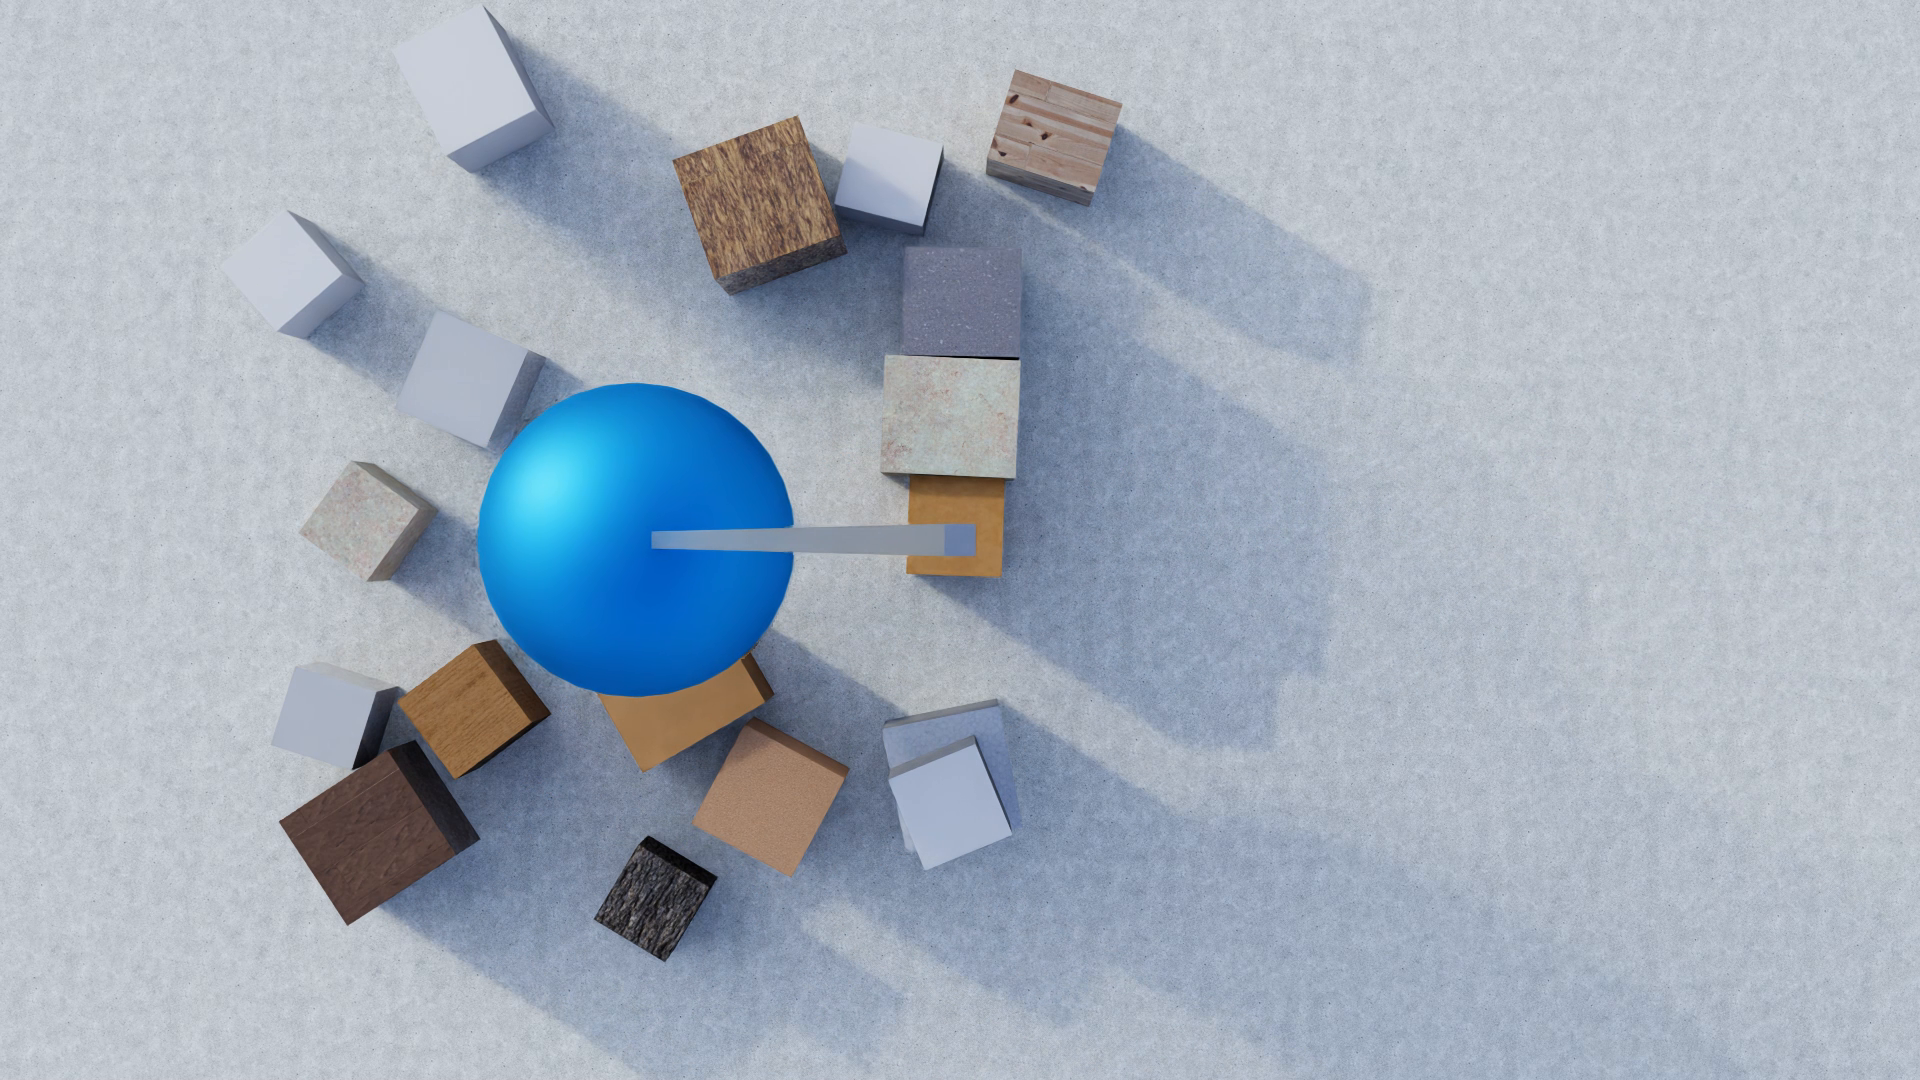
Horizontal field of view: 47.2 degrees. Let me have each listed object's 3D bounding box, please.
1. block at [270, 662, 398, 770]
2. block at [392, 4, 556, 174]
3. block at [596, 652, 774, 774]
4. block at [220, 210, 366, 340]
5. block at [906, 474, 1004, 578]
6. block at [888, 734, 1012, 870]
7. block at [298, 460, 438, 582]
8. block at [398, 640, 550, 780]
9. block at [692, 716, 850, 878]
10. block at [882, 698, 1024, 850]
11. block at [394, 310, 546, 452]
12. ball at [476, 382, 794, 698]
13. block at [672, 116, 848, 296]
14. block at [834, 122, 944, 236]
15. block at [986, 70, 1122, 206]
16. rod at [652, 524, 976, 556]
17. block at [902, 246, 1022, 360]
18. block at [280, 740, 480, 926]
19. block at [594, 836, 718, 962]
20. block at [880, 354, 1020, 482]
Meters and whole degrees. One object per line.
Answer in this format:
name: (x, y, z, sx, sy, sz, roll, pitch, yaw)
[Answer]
block: (-3.617, 1.013, 12.746, 0.483, 0.507, 0.469, 18, 90, 0)
block: (-2.794, -2.593, 12.689, 0.571, 0.622, 0.669, -27, 90, 0)
block: (-1.615, 0.808, 12.681, 0.795, 0.638, 0.703, -30, 90, 0)
block: (-3.856, -1.532, 12.743, 0.497, 0.513, 0.491, -41, 90, 0)
block: (-0.025, -0.079, 12.709, 0.539, 0.581, 0.560, 2, 90, 0)
block: (-0.053, 1.435, 12.106, 0.507, 0.597, 0.527, -22, 90, 0)
block: (-3.421, -0.107, 12.752, 0.475, 0.495, 0.510, 36, 90, 0)
block: (-2.796, 0.969, 12.698, 0.539, 0.605, 0.551, -37, 90, 0)
block: (-1.086, 1.477, 12.719, 0.646, 0.563, 0.639, 28, 90, 0)
block: (-0.042, 1.344, 12.702, 0.674, 0.596, 0.698, -11, 90, 0)
block: (-2.823, -0.911, 12.725, 0.565, 0.550, 0.610, 23, 90, 0)
ball: (-1.639, 0.000, 11.188, 1.600, 1.600, 1.600, 0, 90, 0)
block: (-1.129, -1.900, 12.596, 0.743, 0.808, 0.704, -20, 90, 0)
block: (-0.408, -2.090, 12.781, 0.522, 0.438, 0.485, 14, 90, 0)
block: (0.537, -2.317, 12.724, 0.640, 0.552, 0.528, 18, 90, 0)
rod: (-0.710, 0.000, 7.917, 0.080, 5.200, 0.080, 0, 90, -16)
block: (0.010, -1.338, 12.672, 0.663, 0.656, 0.608, 1, 90, 0)
block: (-3.333, 1.676, 12.682, 0.733, 0.635, 0.704, -33, 90, 0)
block: (-1.766, 2.082, 12.798, 0.481, 0.403, 0.500, 31, 90, 0)
block: (-0.054, -0.694, 12.673, 0.761, 0.654, 0.659, 3, 90, 0)
